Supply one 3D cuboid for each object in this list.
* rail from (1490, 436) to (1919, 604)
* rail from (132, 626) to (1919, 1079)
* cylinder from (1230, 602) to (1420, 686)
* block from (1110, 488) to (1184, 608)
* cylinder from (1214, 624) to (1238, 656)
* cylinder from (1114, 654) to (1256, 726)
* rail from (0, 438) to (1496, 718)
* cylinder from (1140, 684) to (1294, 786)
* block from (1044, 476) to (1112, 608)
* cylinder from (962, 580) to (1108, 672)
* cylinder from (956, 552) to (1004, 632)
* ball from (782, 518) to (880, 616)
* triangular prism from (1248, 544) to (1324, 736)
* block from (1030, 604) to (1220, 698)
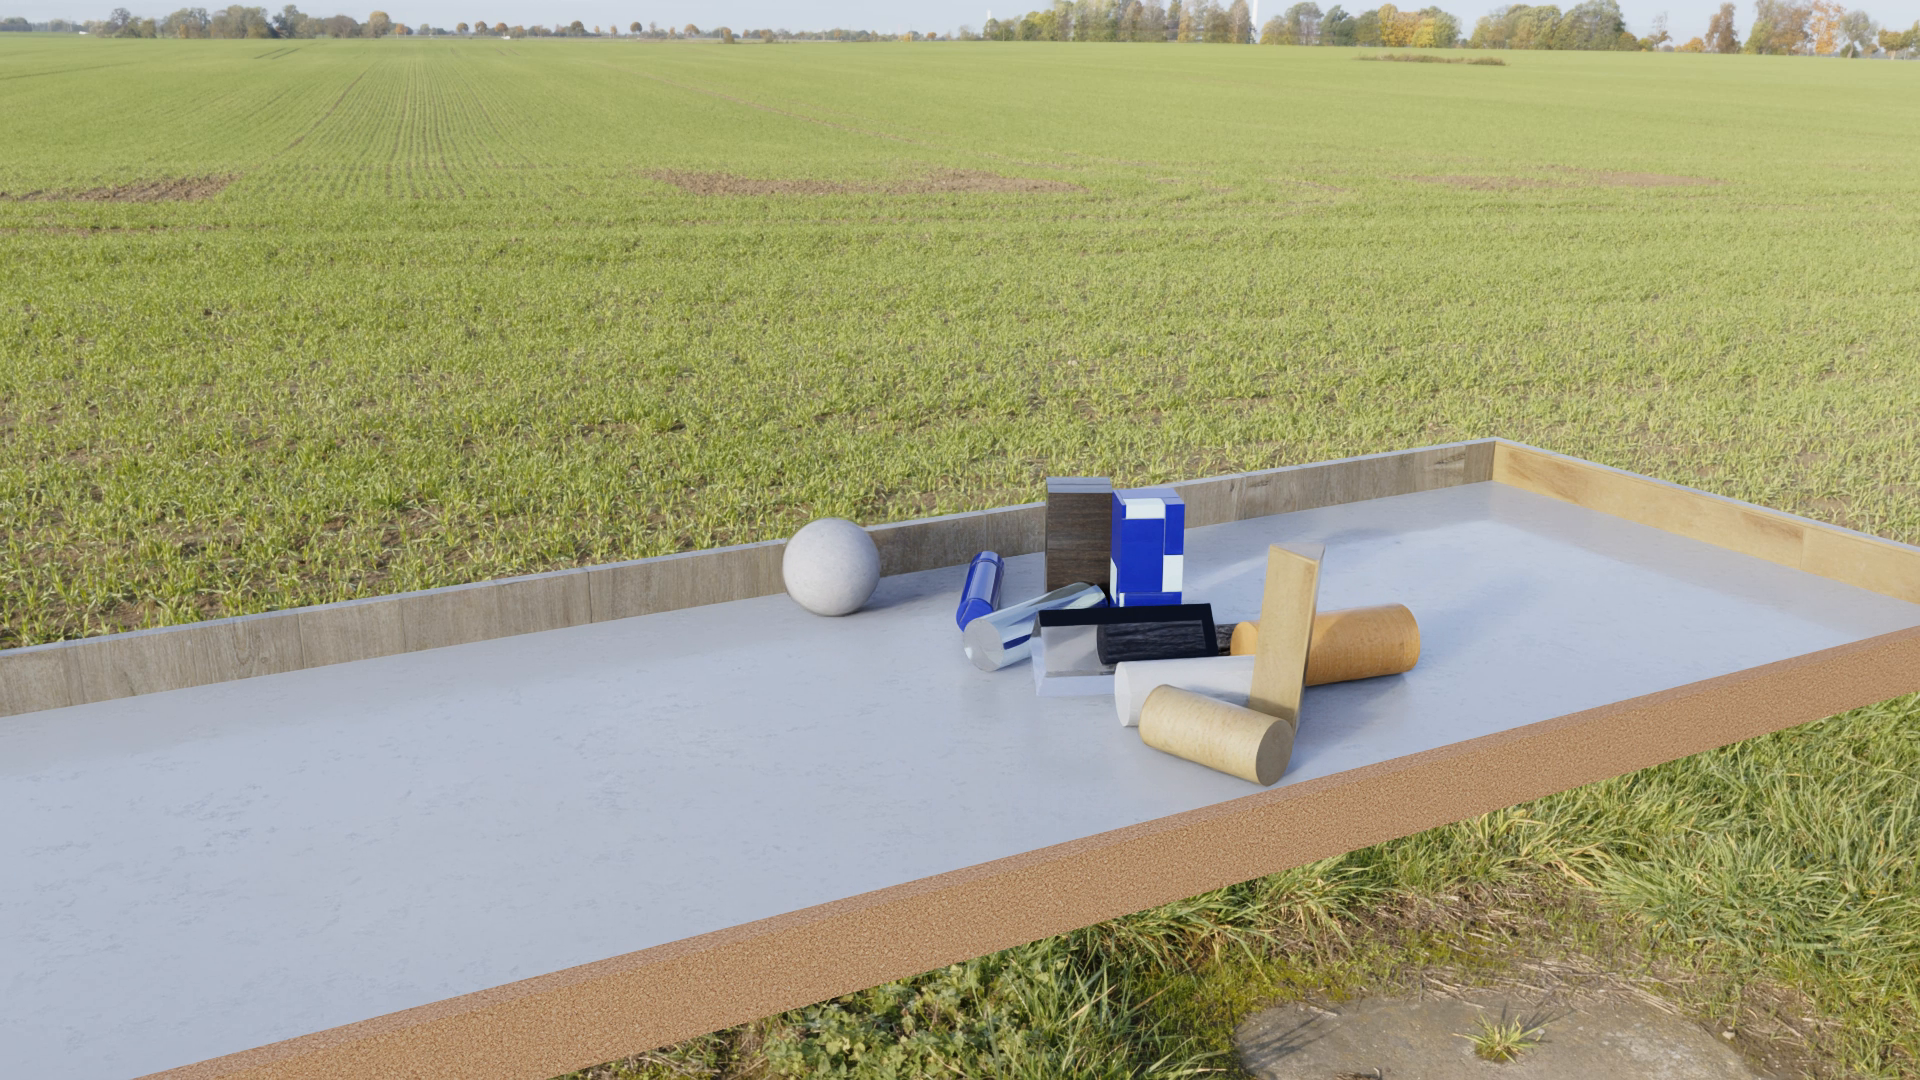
[{"bbox_3d":[2.466,-0.048,5.253,0.050,0.150,2.100,-9,18,-27],"label":"rail"},{"bbox_3d":[-2.336,1.006,1.665,12.000,0.150,0.050,-9,18,-27],"label":"rail"},{"bbox_3d":[0.914,0.268,4.126,0.436,0.179,0.179,-6,17,-19],"label":"cylinder"},{"bbox_3d":[0.492,0.081,4.361,0.162,0.405,0.162,-1,16,-3],"label":"block"},{"bbox_3d":[0.541,0.277,4.218,0.387,0.109,0.109,-3,17,-9],"label":"cylinder"},{"bbox_3d":[0.562,0.353,3.887,0.368,0.151,0.151,-2,17,-8],"label":"cylinder"},{"bbox_3d":[-3.305,0.497,3.399,12.000,0.150,0.050,-9,18,-27],"label":"rail"},{"bbox_3d":[0.563,0.427,3.638,0.307,0.148,0.148,15,22,41],"label":"cylinder"},{"bbox_3d":[0.332,0.020,4.641,0.179,0.364,0.179,0,16,1],"label":"block"},{"bbox_3d":[0.205,0.223,4.346,0.141,0.141,0.426,15,22,41],"label":"cylinder"},{"bbox_3d":[0.061,0.146,4.672,0.104,0.104,0.456,1,16,5],"label":"cylinder"},{"bbox_3d":[-0.359,0.075,4.613,0.275,0.275,0.275,0,16,0],"label":"ball"},{"bbox_3d":[0.767,0.231,3.763,0.114,0.450,0.131,-12,24,-41],"label":"triangular prism"},{"bbox_3d":[0.400,0.270,4.032,0.425,0.161,0.161,-2,-27,-7],"label":"block"}]
